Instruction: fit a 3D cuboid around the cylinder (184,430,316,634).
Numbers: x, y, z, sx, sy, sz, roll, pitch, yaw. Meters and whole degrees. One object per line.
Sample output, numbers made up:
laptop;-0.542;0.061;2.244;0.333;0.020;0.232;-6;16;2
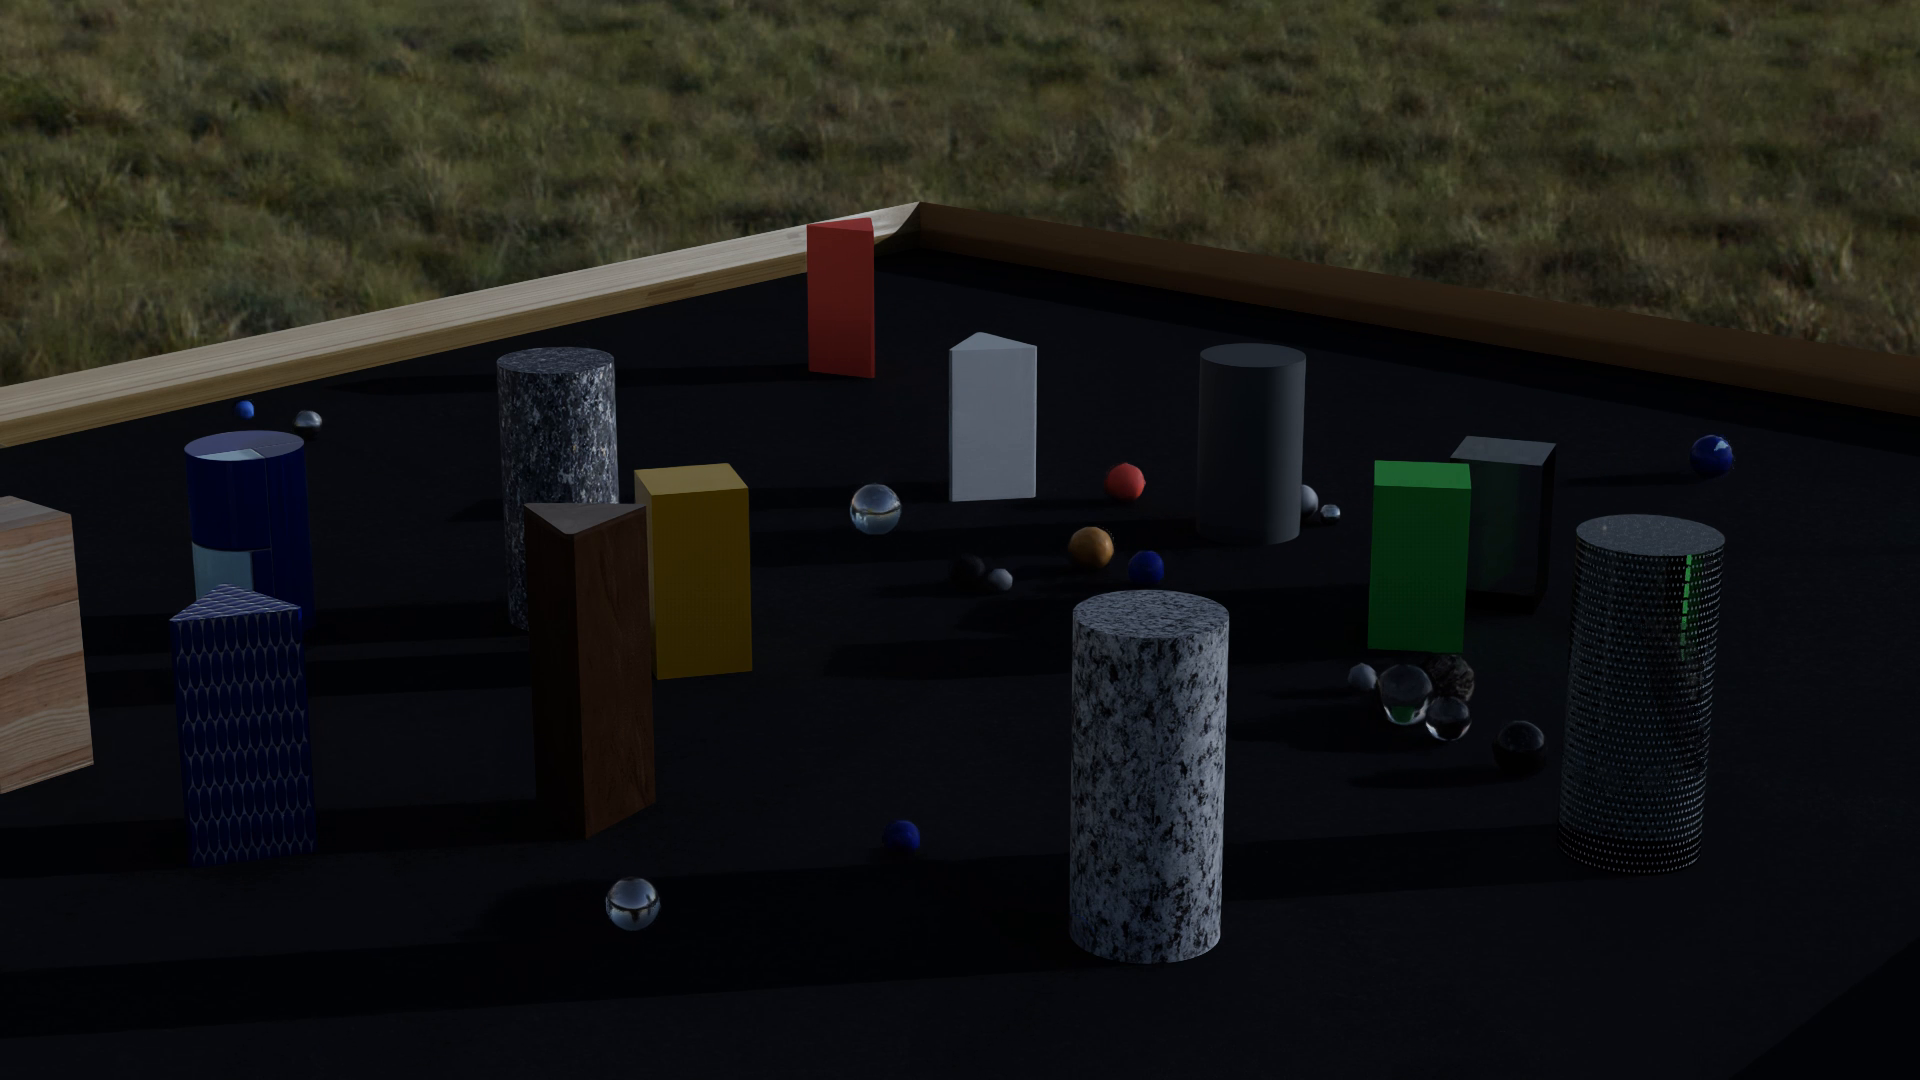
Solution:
cylinder;-1.189;-0.006;4.917;0.195;0.317;0.195;0;17;0

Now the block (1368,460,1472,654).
block;0.762;0.026;4.873;0.156;0.281;0.156;2;17;8

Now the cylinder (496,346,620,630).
cylinder;-0.675;-0.085;4.954;0.195;0.449;0.195;0;17;0

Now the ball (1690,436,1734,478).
ball;1.499;-0.167;5.853;0.085;0.085;0.085;0;17;0

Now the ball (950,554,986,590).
ball;0.013;0.056;5.152;0.064;0.064;0.064;0;17;0

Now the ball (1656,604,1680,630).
ball;1.194;0.130;4.945;0.042;0.042;0.042;0;17;0

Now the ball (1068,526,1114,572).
ball;0.235;0.016;5.256;0.081;0.081;0.081;0;17;0

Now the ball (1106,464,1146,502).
ball;0.321;-0.111;5.685;0.075;0.075;0.075;0;17;0

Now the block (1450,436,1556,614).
block;0.935;-0.027;5.081;0.156;0.264;0.156;6;18;19

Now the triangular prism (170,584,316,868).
triangular prism;-0.987;0.248;4.018;0.169;0.352;0.146;-6;18;-18

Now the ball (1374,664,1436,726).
ball;0.682;0.237;4.497;0.095;0.095;0.095;0;17;0

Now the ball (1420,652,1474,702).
ball;0.753;0.221;4.556;0.093;0.093;0.093;0;17;0

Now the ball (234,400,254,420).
ball;-1.537;-0.278;6.295;0.043;0.043;0.043;0;17;0

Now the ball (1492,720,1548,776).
ball;0.821;0.305;4.298;0.080;0.080;0.080;0;17;0

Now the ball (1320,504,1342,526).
ball;0.700;-0.048;5.538;0.040;0.040;0.040;0;17;0

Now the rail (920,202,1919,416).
rail;1.491;-0.464;6.765;4.288;0.127;0.045;14;22;39

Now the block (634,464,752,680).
block;-0.432;0.049;4.752;0.156;0.308;0.156;-5;17;-15

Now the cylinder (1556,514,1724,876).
cylinder;0.921;0.208;3.978;0.195;0.450;0.195;0;17;0

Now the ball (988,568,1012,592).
ball;0.070;0.071;5.139;0.043;0.043;0.043;0;17;0

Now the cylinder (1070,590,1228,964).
cylinder;0.238;0.298;3.714;0.195;0.431;0.195;0;17;0

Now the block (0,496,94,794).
block;-1.394;0.151;4.281;0.156;0.386;0.156;14;21;38

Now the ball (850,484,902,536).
ball;-0.158;-0.057;5.468;0.097;0.097;0.097;0;17;0

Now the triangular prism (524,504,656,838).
triangular prism;-0.544;0.172;4.111;0.146;0.443;0.169;10;19;30

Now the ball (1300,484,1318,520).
ball;0.648;-0.072;5.569;0.067;0.067;0.067;0;17;0

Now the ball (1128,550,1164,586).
ball;0.329;0.050;5.171;0.065;0.065;0.065;0;17;0

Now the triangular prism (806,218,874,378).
triangular prism;-0.241;-0.560;6.718;0.169;0.338;0.146;8;19;25

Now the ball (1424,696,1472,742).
ball;0.738;0.270;4.432;0.069;0.069;0.069;0;17;0

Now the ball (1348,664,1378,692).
ball;0.638;0.218;4.646;0.045;0.045;0.045;0;17;0

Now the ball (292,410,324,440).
ball;-1.365;-0.241;6.136;0.063;0.063;0.063;0;17;0

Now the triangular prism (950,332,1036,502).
triangular prism;0.051;-0.244;5.738;0.169;0.300;0.146;-3;17;-10

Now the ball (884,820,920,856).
ball;-0.078;0.408;4.010;0.049;0.049;0.049;0;17;0

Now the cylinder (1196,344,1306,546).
cylinder;0.541;-0.180;5.458;0.195;0.338;0.195;0;17;0

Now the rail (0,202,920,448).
rail;-1.601;-0.370;6.451;0.045;0.127;4.597;14;22;39

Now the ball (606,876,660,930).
ball;-0.421;0.468;3.775;0.070;0.070;0.070;0;17;0
